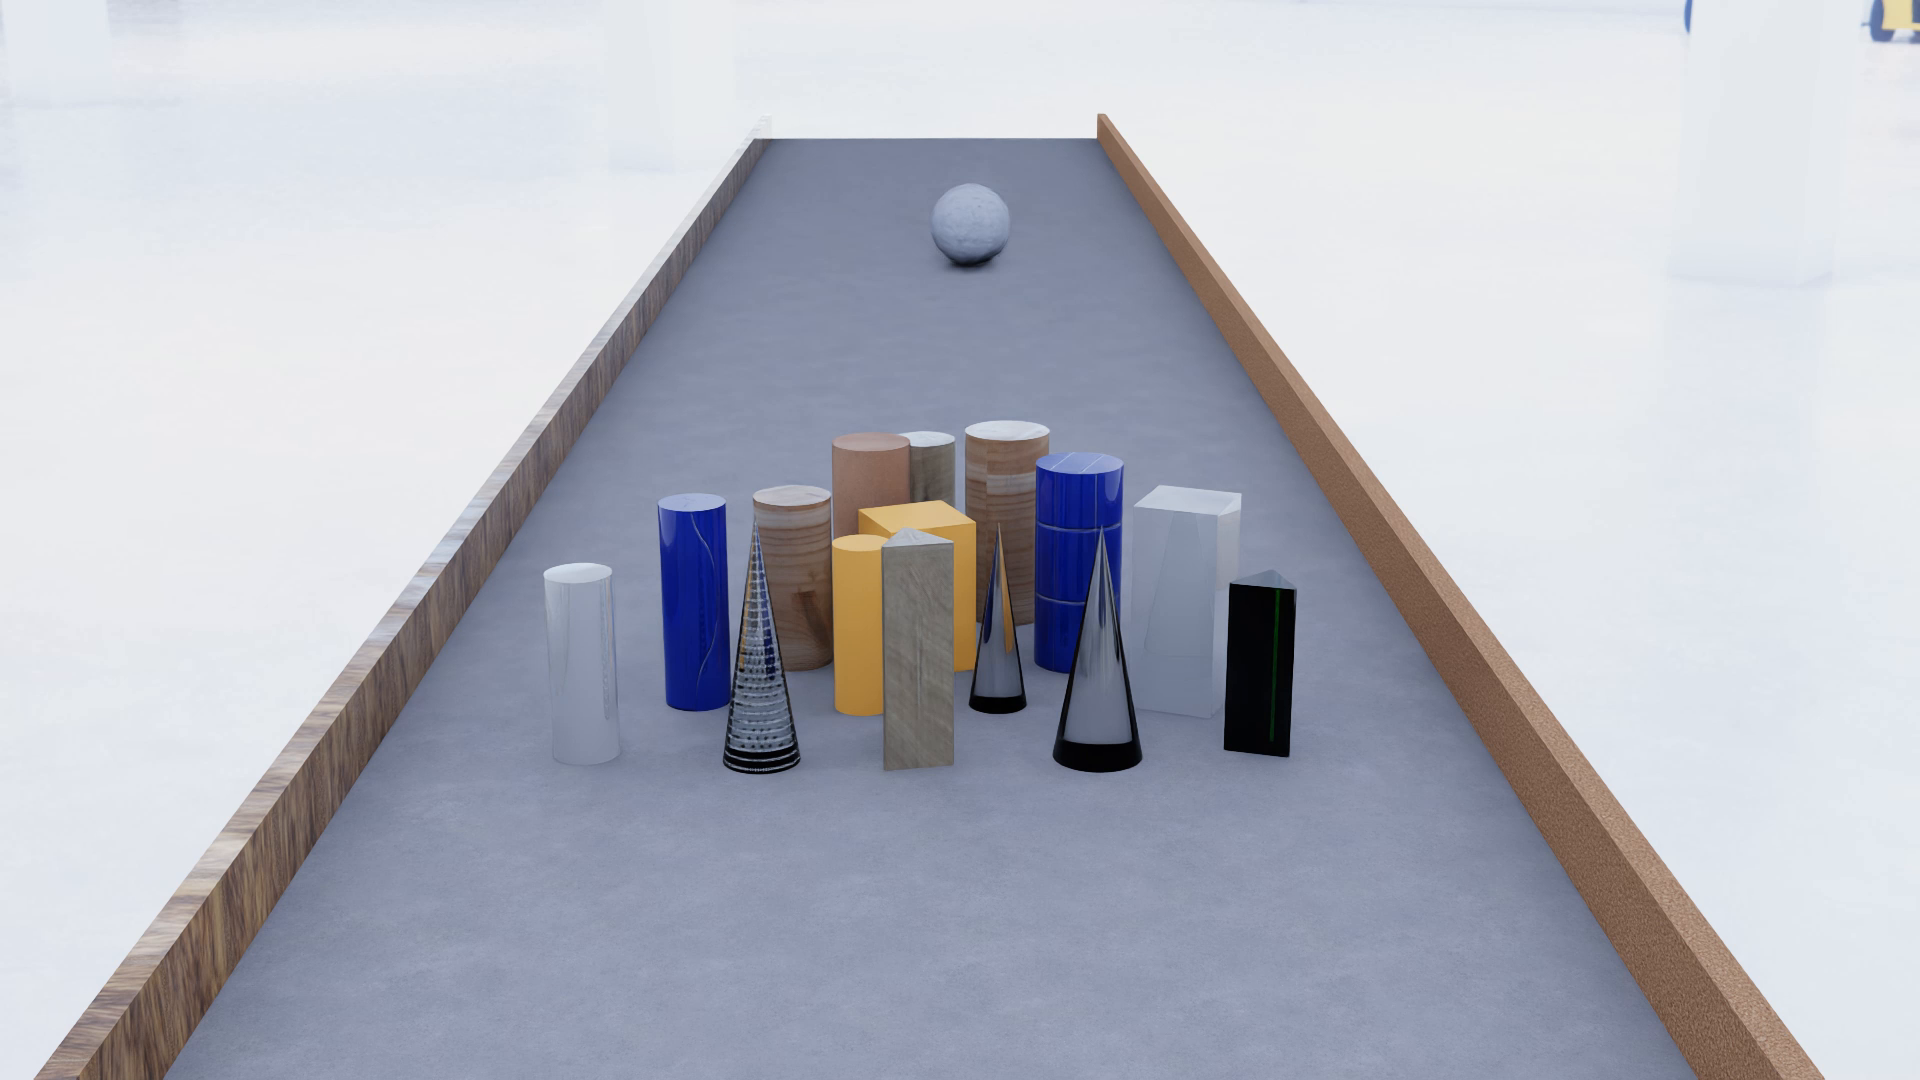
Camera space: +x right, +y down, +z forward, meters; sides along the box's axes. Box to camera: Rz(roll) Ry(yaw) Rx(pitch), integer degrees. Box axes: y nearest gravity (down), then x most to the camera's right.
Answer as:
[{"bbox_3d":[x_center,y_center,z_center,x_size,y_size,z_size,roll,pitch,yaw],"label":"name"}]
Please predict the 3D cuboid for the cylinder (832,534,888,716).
[{"bbox_3d":[-0.183,0.160,4.125,0.109,0.322,0.109,0,17,0],"label":"cylinder"}]

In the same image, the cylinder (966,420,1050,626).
[{"bbox_3d":[0.099,-0.036,4.644,0.176,0.402,0.176,0,17,0],"label":"cylinder"}]

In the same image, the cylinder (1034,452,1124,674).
[{"bbox_3d":[0.234,0.045,4.359,0.172,0.409,0.172,0,17,0],"label":"cylinder"}]

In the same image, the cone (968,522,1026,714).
[{"bbox_3d":[0.072,0.137,4.129,0.111,0.363,0.111,0,17,0],"label":"cone"}]

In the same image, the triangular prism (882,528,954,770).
[{"bbox_3d":[-0.084,0.189,3.870,0.125,0.411,0.108,-4,17,-12],"label":"triangular prism"}]

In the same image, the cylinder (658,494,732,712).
[{"bbox_3d":[-0.499,0.117,4.145,0.126,0.392,0.126,0,17,0],"label":"cylinder"}]

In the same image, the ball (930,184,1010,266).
[{"bbox_3d":[0.043,-1.289,8.983,0.330,0.330,0.330,0,17,0],"label":"ball"}]

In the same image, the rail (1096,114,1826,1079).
[{"bbox_3d":[0.932,-0.844,7.801,0.050,0.150,12.000,0,17,-1],"label":"rail"}]

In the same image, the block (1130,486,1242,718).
[{"bbox_3d":[0.424,0.114,4.150,0.161,0.395,0.161,7,18,21],"label":"block"}]

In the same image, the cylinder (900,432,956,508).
[{"bbox_3d":[-0.080,-0.070,4.902,0.139,0.320,0.139,0,17,0],"label":"cylinder"}]

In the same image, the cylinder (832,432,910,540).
[{"bbox_3d":[-0.184,-0.017,4.604,0.163,0.388,0.163,0,17,0],"label":"cylinder"}]

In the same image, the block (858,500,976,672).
[{"bbox_3d":[-0.085,0.098,4.367,0.178,0.303,0.178,-7,18,-22],"label":"block"}]

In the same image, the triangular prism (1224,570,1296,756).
[{"bbox_3d":[0.545,0.218,3.942,0.116,0.315,0.101,5,17,17],"label":"triangular prism"}]

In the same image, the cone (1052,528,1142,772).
[{"bbox_3d":[0.246,0.179,3.870,0.161,0.431,0.161,0,17,0],"label":"cone"}]

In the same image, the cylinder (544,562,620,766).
[{"bbox_3d":[-0.669,0.219,3.897,0.119,0.337,0.119,0,17,0],"label":"cylinder"}]

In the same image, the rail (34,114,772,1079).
[{"bbox_3d":[-1.118,-0.838,7.780,0.050,0.150,12.000,0,17,-1],"label":"rail"}]

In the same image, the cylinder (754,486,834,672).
[{"bbox_3d":[-0.331,0.075,4.376,0.153,0.340,0.153,0,17,0],"label":"cylinder"}]

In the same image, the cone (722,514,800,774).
[{"bbox_3d":[-0.353,0.172,3.849,0.138,0.456,0.138,0,17,0],"label":"cone"}]
